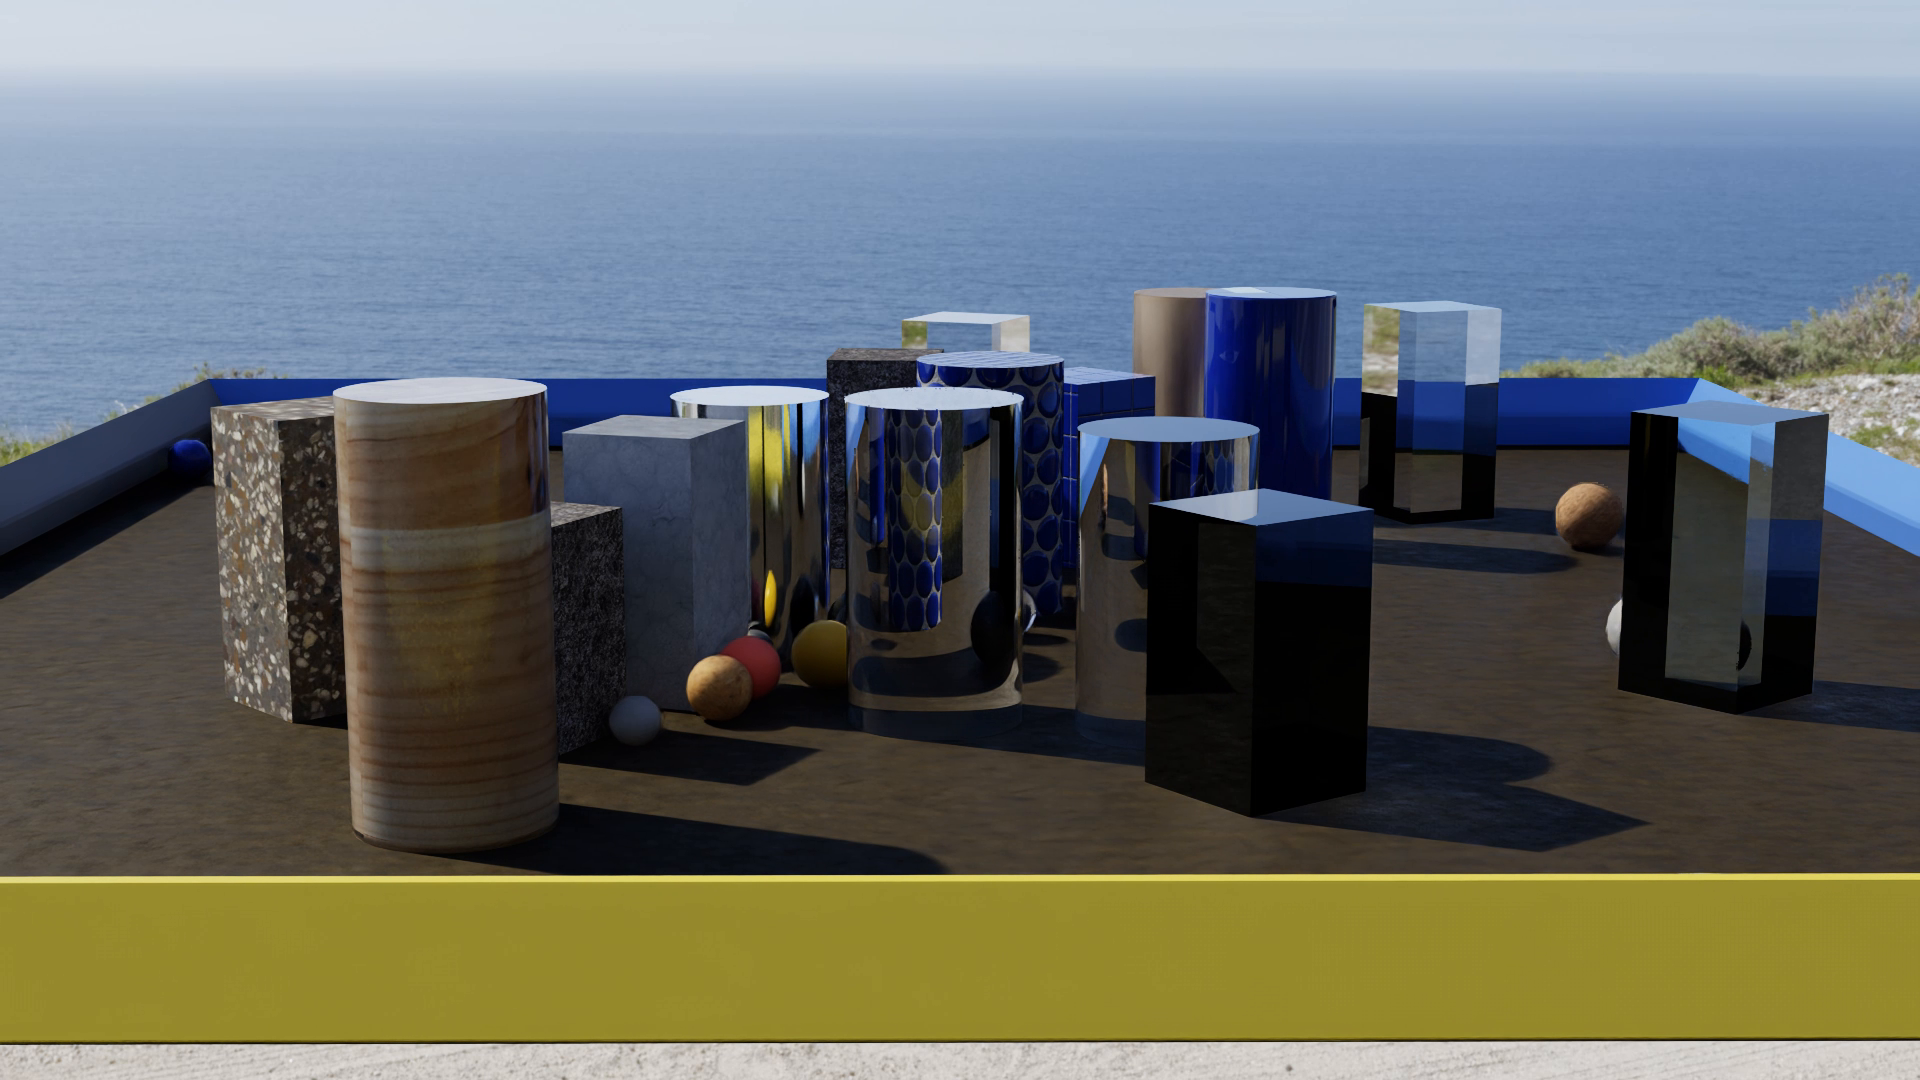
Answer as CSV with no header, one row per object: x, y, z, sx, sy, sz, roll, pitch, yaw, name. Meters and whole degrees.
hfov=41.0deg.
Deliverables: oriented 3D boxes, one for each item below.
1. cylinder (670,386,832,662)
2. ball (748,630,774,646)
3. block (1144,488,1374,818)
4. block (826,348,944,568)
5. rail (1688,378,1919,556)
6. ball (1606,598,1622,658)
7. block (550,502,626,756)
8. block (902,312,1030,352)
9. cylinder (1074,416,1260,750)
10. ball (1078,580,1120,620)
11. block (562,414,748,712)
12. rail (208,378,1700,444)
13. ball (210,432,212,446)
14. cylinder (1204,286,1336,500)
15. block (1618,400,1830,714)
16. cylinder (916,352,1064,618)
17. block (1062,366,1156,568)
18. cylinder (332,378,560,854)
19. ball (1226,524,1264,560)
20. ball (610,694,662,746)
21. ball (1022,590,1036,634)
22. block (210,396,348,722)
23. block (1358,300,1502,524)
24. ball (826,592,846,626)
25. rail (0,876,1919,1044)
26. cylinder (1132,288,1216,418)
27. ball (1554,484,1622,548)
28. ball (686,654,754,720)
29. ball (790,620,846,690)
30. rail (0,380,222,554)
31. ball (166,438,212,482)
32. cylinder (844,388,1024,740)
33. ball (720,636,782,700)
-0.263,-0.024,3.237,0.199,0.320,0.199,0,10,0,cylinder
-0.252,0.133,3.142,0.047,0.047,0.047,0,10,0,ball
0.301,0.109,2.599,0.159,0.291,0.159,-8,13,-36,block
-0.109,-0.123,3.810,0.159,0.307,0.159,1,11,4,block
1.420,0.032,3.457,0.045,0.129,3.100,0,10,0,rail
0.840,0.109,3.138,0.095,0.095,0.095,0,10,0,ball
-0.477,0.093,2.802,0.159,0.248,0.159,5,12,25,block
0.010,-0.206,4.221,0.159,0.320,0.159,5,11,24,block
0.227,0.044,2.827,0.199,0.336,0.199,0,10,0,cylinder
0.185,0.080,3.408,0.054,0.054,0.054,0,10,0,ball
-0.353,0.023,3.001,0.159,0.314,0.159,3,11,18,block
-0.009,-0.245,4.950,2.888,0.129,0.045,0,10,0,rail
-1.392,-0.192,4.861,0.060,0.060,0.060,0,10,0,ball
0.473,-0.186,3.933,0.199,0.386,0.199,0,10,0,cylinder
0.890,0.015,2.994,0.159,0.331,0.159,-9,14,-40,block
0.041,-0.076,3.471,0.199,0.338,0.199,0,10,0,cylinder
0.178,-0.111,3.842,0.159,0.272,0.159,-9,14,-40,block
-0.490,0.067,2.460,0.199,0.424,0.199,0,10,0,cylinder
0.424,0.003,3.822,0.054,0.054,0.054,0,10,0,ball
-0.351,0.195,2.779,0.056,0.056,0.056,0,10,0,ball
0.064,0.092,3.307,0.068,0.068,0.068,0,10,0,ball
-0.744,0.017,2.958,0.159,0.341,0.159,-9,14,-42,block
0.766,-0.211,4.191,0.159,0.341,0.159,-4,11,-22,block
-0.119,0.104,3.173,0.092,0.092,0.092,0,10,0,ball
0.009,0.311,1.948,2.888,0.129,0.045,0,10,0,rail
0.387,-0.236,4.287,0.199,0.355,0.199,0,10,0,cylinder
0.957,-0.036,3.912,0.099,0.099,0.099,0,10,0,ball
-0.270,0.166,2.886,0.075,0.075,0.075,0,10,0,ball
-0.159,0.136,3.028,0.083,0.083,0.083,0,10,0,ball
-1.420,0.035,3.441,0.045,0.129,3.100,0,10,0,rail
-1.365,-0.141,4.544,0.076,0.076,0.076,0,10,0,ball
-0.029,0.022,2.868,0.199,0.364,0.199,0,10,0,cylinder
-0.245,0.149,2.976,0.076,0.076,0.076,0,10,0,ball
